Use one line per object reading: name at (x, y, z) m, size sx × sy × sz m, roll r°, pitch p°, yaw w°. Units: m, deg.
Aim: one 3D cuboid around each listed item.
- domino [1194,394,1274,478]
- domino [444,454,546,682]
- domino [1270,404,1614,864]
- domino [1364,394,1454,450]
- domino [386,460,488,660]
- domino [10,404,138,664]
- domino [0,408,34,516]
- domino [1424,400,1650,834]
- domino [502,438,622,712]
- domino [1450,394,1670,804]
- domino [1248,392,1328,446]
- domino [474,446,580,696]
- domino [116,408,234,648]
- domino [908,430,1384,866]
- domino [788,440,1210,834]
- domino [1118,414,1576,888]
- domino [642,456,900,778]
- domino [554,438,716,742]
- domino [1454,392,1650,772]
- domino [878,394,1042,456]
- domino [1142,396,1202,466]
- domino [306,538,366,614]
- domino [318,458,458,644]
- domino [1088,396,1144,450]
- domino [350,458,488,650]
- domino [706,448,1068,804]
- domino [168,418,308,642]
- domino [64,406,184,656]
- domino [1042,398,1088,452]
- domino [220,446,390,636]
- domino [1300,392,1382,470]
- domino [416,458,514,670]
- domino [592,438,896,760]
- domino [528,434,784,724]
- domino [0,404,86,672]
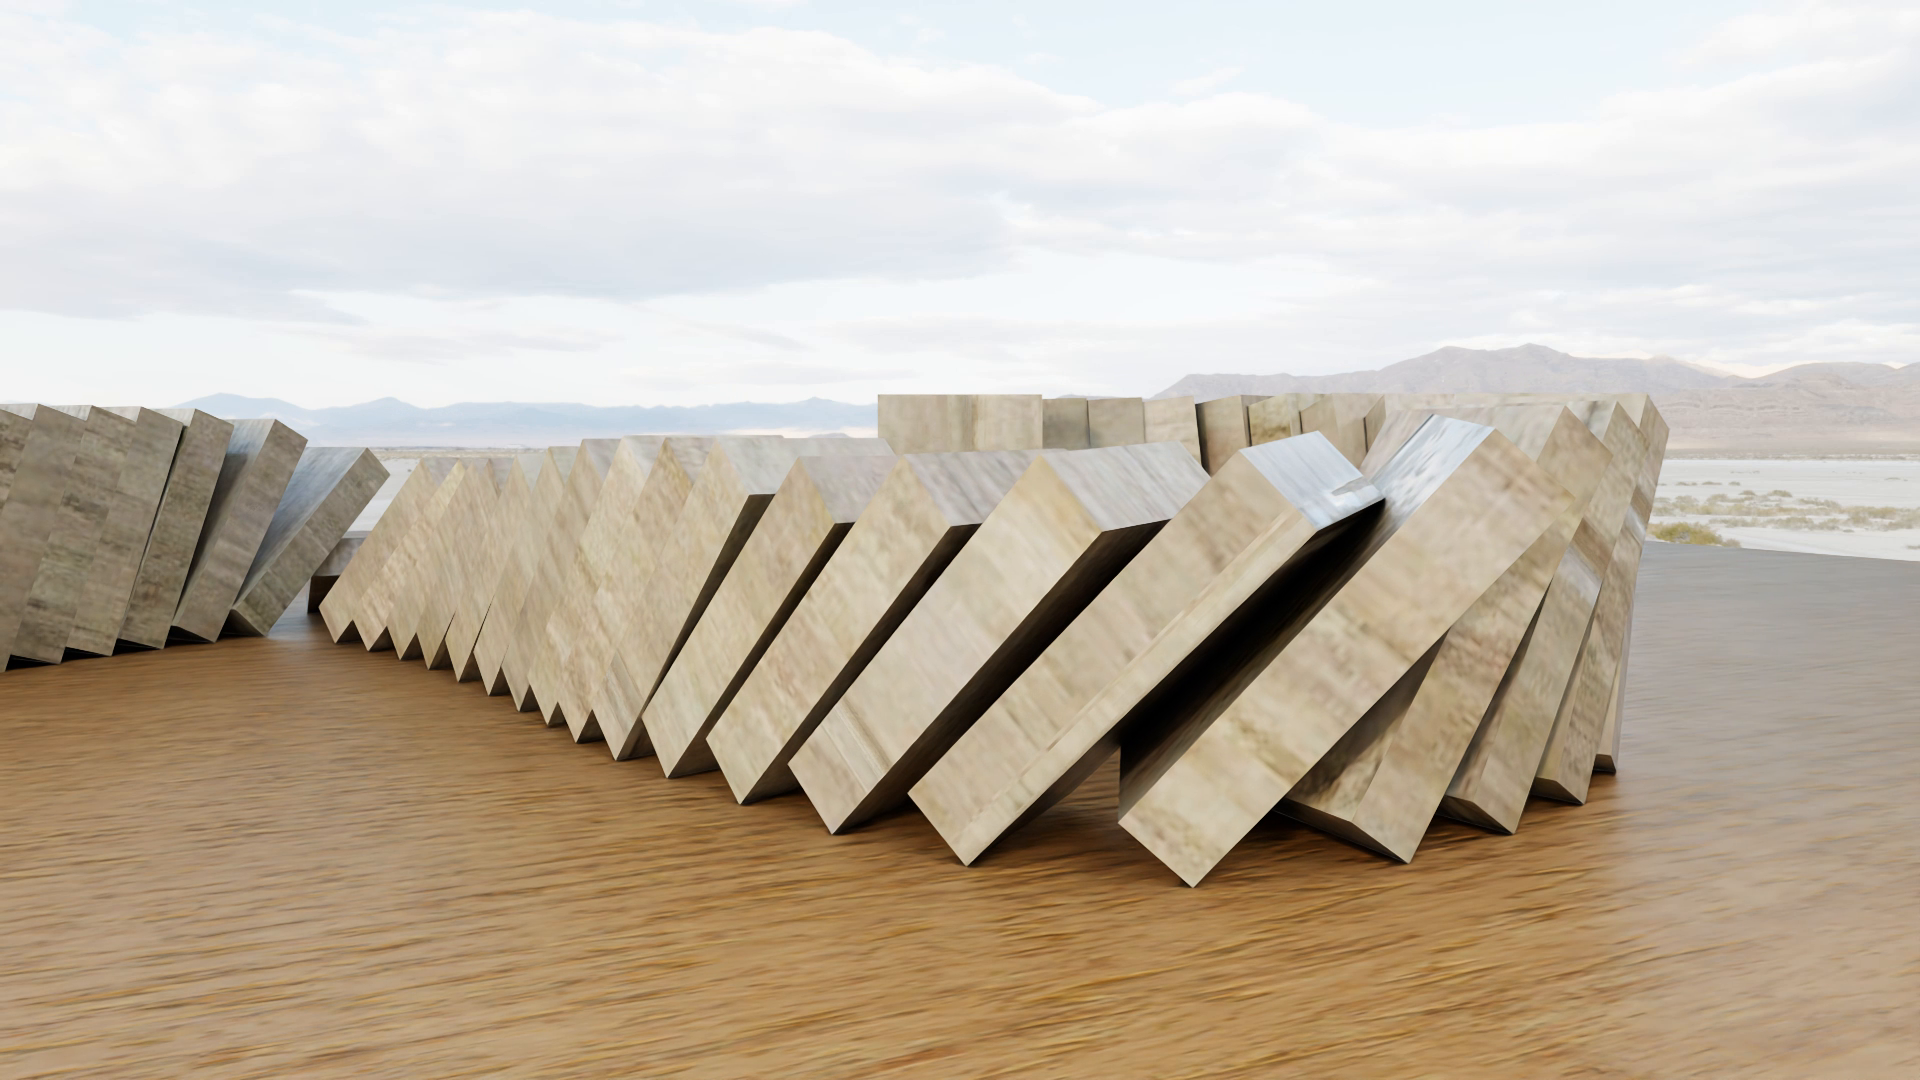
domino at (0.056, 0.000, 0.230) m, size 0.025 × 0.050 × 0.010 m, roll -4°, pitch -3°, yaw -45°
domino at (-0.070, 0.005, 0.224) m, size 0.025 × 0.010 × 0.050 m, roll -4°, pitch -37°, yaw -40°
domino at (0.049, 0.008, 0.144) m, size 0.010 × 0.050 × 0.025 m, roll 36°, pitch -12°, yaw -24°
domino at (0.077, 0.003, 0.192) m, size 0.025 × 0.050 × 0.010 m, roll 0°, pitch -17°, yaw 0°
domino at (-0.090, 0.004, 0.250) m, size 0.025 × 0.010 × 0.050 m, roll -5°, pitch -34°, yaw -47°
domino at (-0.184, -0.002, 0.255) m, size 0.025 × 0.050 × 0.009 m, roll 2°, pitch -16°, yaw 24°
domino at (-0.191, 0.000, 0.236) m, size 0.025 × 0.050 × 0.010 m, roll 2°, pitch -16°, yaw 24°
domino at (0.061, 0.007, 0.154) m, size 0.010 × 0.050 × 0.025 m, roll 35°, pitch -17°, yaw -32°
domino at (-0.052, 0.006, 0.200) m, size 0.025 × 0.050 × 0.010 m, roll -4°, pitch 48°, yaw -40°
domino at (0.071, 0.006, 0.164) m, size 0.025 × 0.050 × 0.010 m, roll 5°, pitch -21°, yaw 47°
domino at (0.065, 0.001, 0.219) m, size 0.025 × 0.050 × 0.009 m, roll -2°, pitch -7°, yaw -29°
domino at (-0.061, 0.006, 0.212) m, size 0.025 × 0.050 × 0.010 m, roll -4°, pitch 51°, yaw -40°
domino at (-0.175, -0.003, 0.274) m, size 0.025 × 0.050 × 0.009 m, roll 2°, pitch -17°, yaw 24°
domino at (0.019, 0.011, 0.130) m, size 0.010 × 0.050 × 0.025 m, roll 49°, pitch 28°, yaw 15°
domino at (0.005, 0.011, 0.138) m, size 0.025 × 0.010 × 0.050 m, roll -10°, pitch -34°, yaw -50°
domino at (0.036, 0.010, 0.130) m, size 0.010 × 0.050 × 0.025 m, roll 41°, pitch 11°, yaw 0°
domino at (-0.018, 0.010, 0.159) m, size 0.025 × 0.010 × 0.050 m, roll -4°, pitch -37°, yaw -42°
domino at (-0.036, 0.007, 0.179) m, size 0.025 × 0.050 × 0.010 m, roll -4°, pitch 48°, yaw -42°
domino at (0.078, 0.004, 0.176) m, size 0.025 × 0.050 × 0.010 m, roll 4°, pitch -19°, yaw 32°
domino at (0.000, 0.002, 0.201) m, size 0.025 × 0.050 × 0.009 m, roll 0°, pitch 4°, yaw 0°
domino at (0.040, 0.000, 0.234) m, size 0.010 × 0.050 × 0.025 m, roll -6°, pitch 3°, yaw 10°
domino at (-0.138, 0.008, 0.326) m, size 0.050 × 0.010 × 0.025 m, roll -2°, pitch -22°, yaw -30°
domino at (-0.112, 0.002, 0.272) m, size 0.050 × 0.009 × 0.025 m, roll -44°, pitch -21°, yaw 28°
domino at (0.026, 0.000, 0.232) m, size 0.010 × 0.050 × 0.025 m, roll -4°, pitch 5°, yaw -10°
domino at (-0.101, 0.003, 0.262) m, size 0.050 × 0.009 × 0.025 m, roll -44°, pitch -21°, yaw 28°
domino at (-0.007, 0.010, 0.148) m, size 0.025 × 0.010 × 0.050 m, roll -6°, pitch -37°, yaw -45°
domino at (-0.168, -0.003, 0.286) m, size 0.025 × 0.050 × 0.010 m, roll 2°, pitch -25°, yaw 24°
domino at (-0.180, -0.002, 0.265) m, size 0.025 × 0.050 × 0.010 m, roll 2°, pitch -16°, yaw 24°
domino at (0.012, 0.000, 0.228) m, size 0.009 × 0.050 × 0.025 m, roll -5°, pitch 6°, yaw -31°
domino at (-0.159, -0.001, 0.301) m, size 0.025 × 0.010 × 0.050 m, roll 2°, pitch 49°, yaw 24°
domino at (0.072, 0.002, 0.206) m, size 0.025 × 0.050 × 0.009 m, roll -1°, pitch -13°, yaw -17°
domino at (-0.080, 0.005, 0.237) m, size 0.025 × 0.010 × 0.050 m, roll -4°, pitch -35°, yaw -42°
domino at (-0.028, 0.008, 0.169) m, size 0.025 × 0.050 × 0.010 m, roll -4°, pitch 48°, yaw -42°
domino at (-0.044, 0.006, 0.189) m, size 0.025 × 0.050 × 0.010 m, roll -4°, pitch 49°, yaw -41°
domino at (-0.188, -0.001, 0.246) m, size 0.025 × 0.050 × 0.010 m, roll 2°, pitch -16°, yaw 24°
